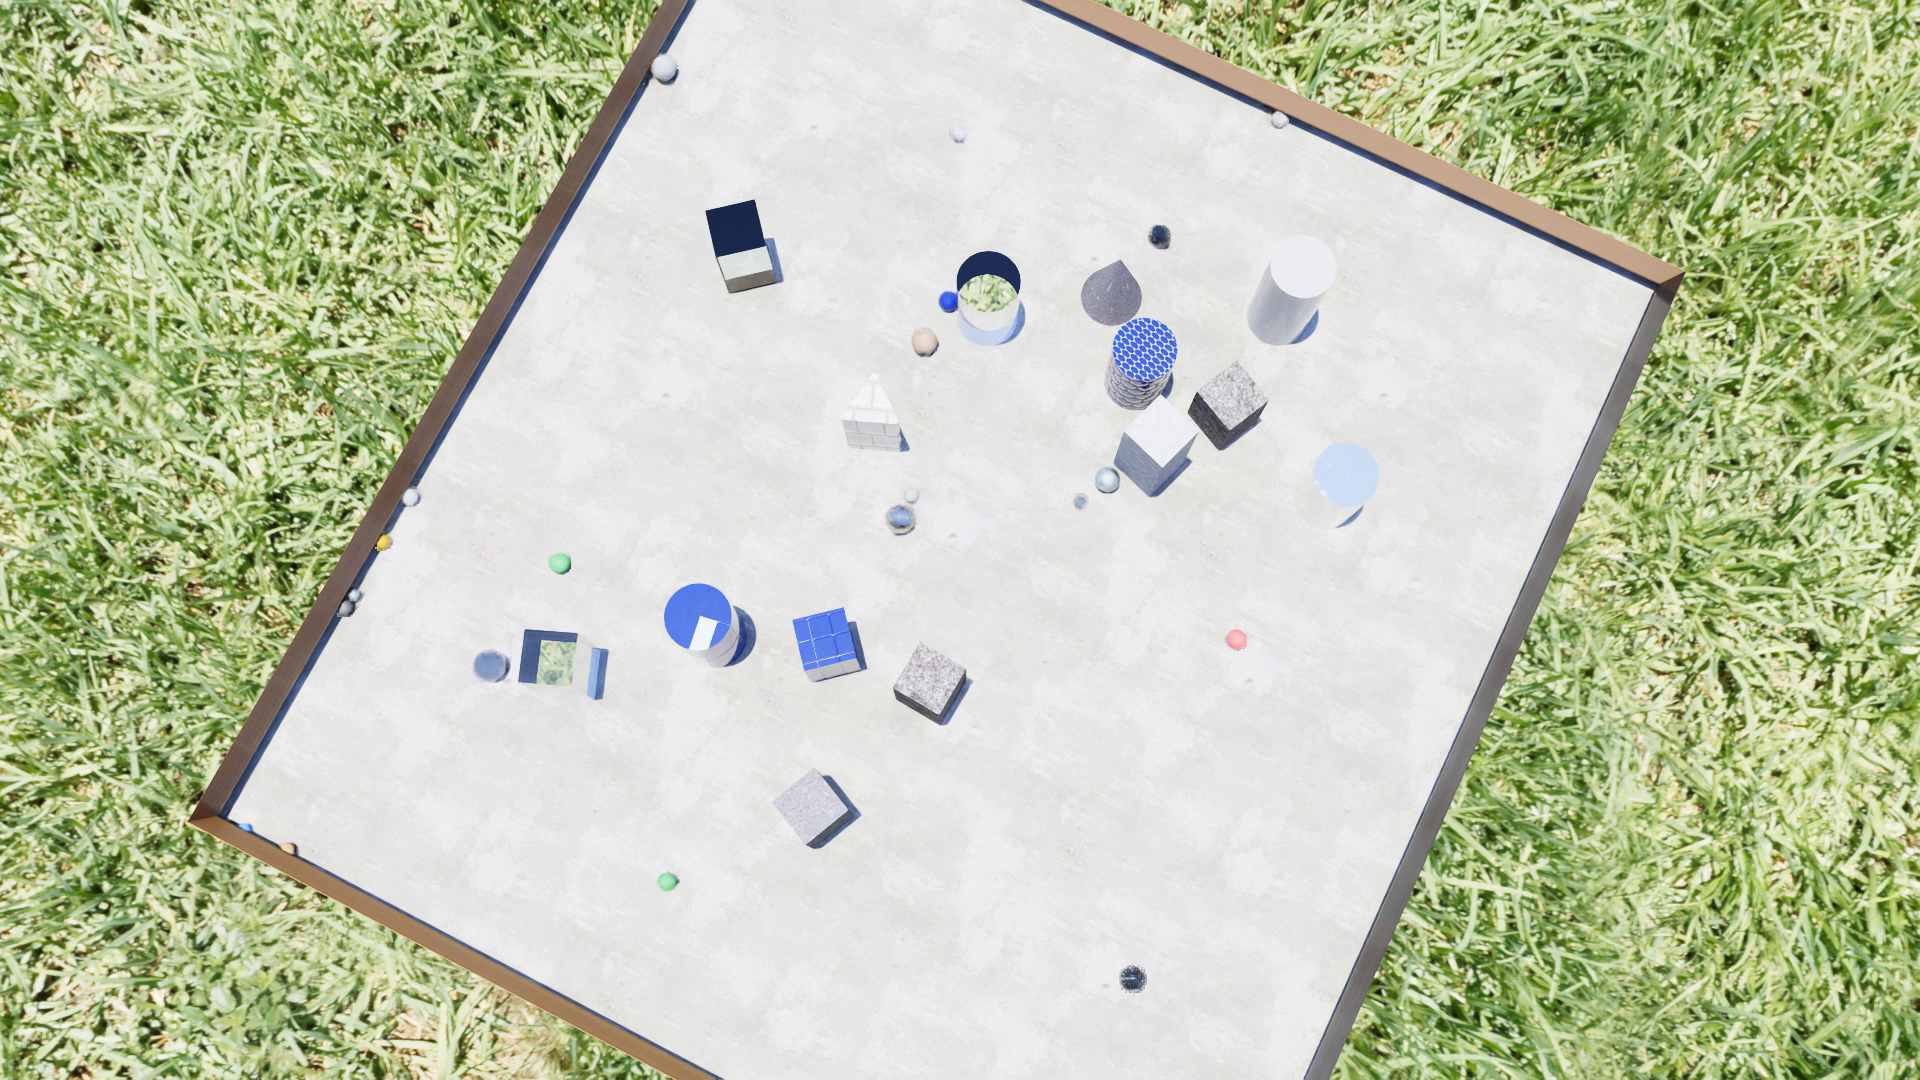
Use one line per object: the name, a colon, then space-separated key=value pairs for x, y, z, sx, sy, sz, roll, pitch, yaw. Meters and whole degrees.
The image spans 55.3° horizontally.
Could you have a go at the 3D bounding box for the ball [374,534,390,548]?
ball: x=-1.762 y=0.003 z=5.592 sx=0.047 sy=0.047 sz=0.047 roll=0 pitch=78 yaw=0

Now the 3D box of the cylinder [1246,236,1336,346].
cylinder: x=0.997 y=-0.749 z=5.541 sx=0.193 sy=0.451 sz=0.193 roll=0 pitch=78 yaw=0

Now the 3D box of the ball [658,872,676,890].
ball: x=-0.860 y=1.003 z=5.382 sx=0.054 sy=0.054 sz=0.054 roll=0 pitch=78 yaw=0

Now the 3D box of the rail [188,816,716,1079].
rail: x=-0.775 y=1.525 z=5.236 sx=3.261 sy=0.125 sz=0.045 roll=26 pitch=80 yaw=5

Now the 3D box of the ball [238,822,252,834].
ball: x=-2.117 y=0.856 z=5.418 sx=0.041 sy=0.041 sz=0.041 roll=0 pitch=78 yaw=0

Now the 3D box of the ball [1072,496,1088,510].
ball: x=0.367 y=-0.114 z=5.616 sx=0.046 sy=0.046 sz=0.046 roll=0 pitch=78 yaw=0

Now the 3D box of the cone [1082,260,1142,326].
cone: x=0.477 y=-0.801 z=5.610 sx=0.193 sy=0.336 sz=0.193 roll=0 pitch=78 yaw=0

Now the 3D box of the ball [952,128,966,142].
ball: x=-0.004 y=-1.298 z=5.863 sx=0.043 sy=0.043 sz=0.043 roll=0 pitch=78 yaw=0

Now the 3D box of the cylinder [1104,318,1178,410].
cylinder: x=0.545 y=-0.530 z=5.558 sx=0.193 sy=0.328 sz=0.193 roll=0 pitch=78 yaw=0

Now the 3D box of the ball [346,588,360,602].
ball: x=-1.839 y=0.167 z=5.561 sx=0.040 sy=0.040 sz=0.040 roll=0 pitch=78 yaw=0

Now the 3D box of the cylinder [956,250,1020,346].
cylinder: x=0.085 y=-0.735 z=5.602 sx=0.193 sy=0.326 sz=0.193 roll=0 pitch=78 yaw=0

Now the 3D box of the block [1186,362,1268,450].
block: x=0.814 y=-0.406 z=5.577 sx=0.154 sy=0.241 sz=0.154 roll=-37 pitch=81 yaw=-7

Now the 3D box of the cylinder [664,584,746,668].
cylinder: x=-0.742 y=0.255 z=5.372 sx=0.193 sy=0.375 sz=0.193 roll=0 pitch=78 yaw=0

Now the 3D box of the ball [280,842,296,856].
ball: x=-1.984 y=0.915 z=5.404 sx=0.046 sy=0.046 sz=0.046 roll=0 pitch=78 yaw=0

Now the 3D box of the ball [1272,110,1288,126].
ball: x=1.024 y=-1.351 z=5.870 sx=0.051 sy=0.051 sz=0.051 roll=0 pitch=78 yaw=0

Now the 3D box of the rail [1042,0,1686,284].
rail: x=0.775 y=-1.512 z=5.864 sx=3.261 sy=0.125 sz=0.045 roll=26 pitch=80 yaw=5

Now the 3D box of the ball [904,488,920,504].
ball: x=-0.149 y=-0.137 z=5.620 sx=0.049 sy=0.049 sz=0.049 roll=0 pitch=78 yaw=0

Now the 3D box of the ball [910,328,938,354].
ball: x=-0.111 y=-0.620 z=5.702 sx=0.083 sy=0.083 sz=0.083 roll=0 pitch=78 yaw=0

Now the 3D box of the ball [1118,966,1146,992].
ball: x=0.499 y=1.272 z=5.315 sx=0.076 sy=0.076 sz=0.076 roll=0 pitch=78 yaw=0

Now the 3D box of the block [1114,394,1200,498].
block: x=0.582 y=-0.276 z=5.478 sx=0.154 sy=0.383 sz=0.154 roll=44 pitch=82 yaw=8

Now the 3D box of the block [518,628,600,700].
block: x=-1.171 y=0.368 z=5.371 sx=0.154 sy=0.331 sz=0.154 roll=4 pitch=78 yaw=1

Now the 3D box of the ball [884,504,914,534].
ball: x=-0.183 y=-0.065 z=5.583 sx=0.092 sy=0.092 sz=0.092 roll=0 pitch=78 yaw=0

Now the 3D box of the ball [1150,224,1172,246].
ball: x=0.632 y=-0.960 z=5.779 sx=0.070 sy=0.070 sz=0.070 roll=0 pitch=78 yaw=0

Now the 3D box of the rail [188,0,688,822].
rail: x=-1.437 y=-0.697 z=5.696 sx=0.045 sy=0.125 sz=3.515 roll=26 pitch=80 yaw=5

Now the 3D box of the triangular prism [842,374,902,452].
triangular prism: x=-0.258 y=-0.386 z=5.529 sx=0.167 sy=0.328 sz=0.145 roll=5 pitch=78 yaw=1

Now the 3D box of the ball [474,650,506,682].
ball: x=-1.409 y=0.375 z=5.490 sx=0.096 sy=0.096 sz=0.096 roll=0 pitch=78 yaw=0

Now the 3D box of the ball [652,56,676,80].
ball: x=-0.952 y=-1.517 z=5.890 sx=0.080 sy=0.080 sz=0.080 roll=0 pitch=78 yaw=0

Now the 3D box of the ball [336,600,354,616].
ball: x=-1.863 y=0.205 z=5.549 sx=0.050 sy=0.050 sz=0.050 roll=0 pitch=78 yaw=0

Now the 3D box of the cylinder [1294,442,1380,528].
cylinder: x=1.126 y=-0.160 z=5.491 sx=0.193 sy=0.310 sz=0.193 roll=0 pitch=78 yaw=0

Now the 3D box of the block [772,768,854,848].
block: x=-0.422 y=0.779 z=5.299 sx=0.154 sy=0.306 sz=0.154 roll=-39 pitch=81 yaw=-7

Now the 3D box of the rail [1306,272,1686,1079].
rail: x=1.437 y=0.710 z=5.405 sx=0.045 sy=0.125 sz=3.515 roll=26 pitch=80 yaw=5

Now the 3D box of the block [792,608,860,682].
block: x=-0.392 y=0.312 z=5.417 sx=0.154 sy=0.264 sz=0.154 roll=-14 pitch=79 yaw=-3

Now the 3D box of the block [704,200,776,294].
block: x=-0.672 y=-0.899 z=5.638 sx=0.154 sy=0.322 sz=0.154 roll=-13 pitch=79 yaw=-3

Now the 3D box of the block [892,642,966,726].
block: x=-0.087 y=0.424 z=5.377 sx=0.154 sy=0.298 sz=0.154 roll=30 pitch=80 yaw=6

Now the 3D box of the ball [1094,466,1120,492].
ball: x=0.452 y=-0.186 z=5.615 sx=0.079 sy=0.079 sz=0.079 roll=0 pitch=78 yaw=0

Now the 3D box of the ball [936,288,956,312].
ball: x=-0.037 y=-0.750 z=5.739 sx=0.073 sy=0.073 sz=0.073 roll=0 pitch=78 yaw=0

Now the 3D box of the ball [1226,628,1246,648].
ball: x=0.833 y=0.297 z=5.524 sx=0.060 sy=0.060 sz=0.060 roll=0 pitch=78 yaw=0

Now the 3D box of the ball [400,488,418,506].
ball: x=-1.688 y=-0.132 z=5.617 sx=0.053 sy=0.053 sz=0.053 roll=0 pitch=78 yaw=0

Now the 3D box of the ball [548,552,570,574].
ball: x=-1.219 y=0.069 z=5.569 sx=0.065 sy=0.065 sz=0.065 roll=0 pitch=78 yaw=0
